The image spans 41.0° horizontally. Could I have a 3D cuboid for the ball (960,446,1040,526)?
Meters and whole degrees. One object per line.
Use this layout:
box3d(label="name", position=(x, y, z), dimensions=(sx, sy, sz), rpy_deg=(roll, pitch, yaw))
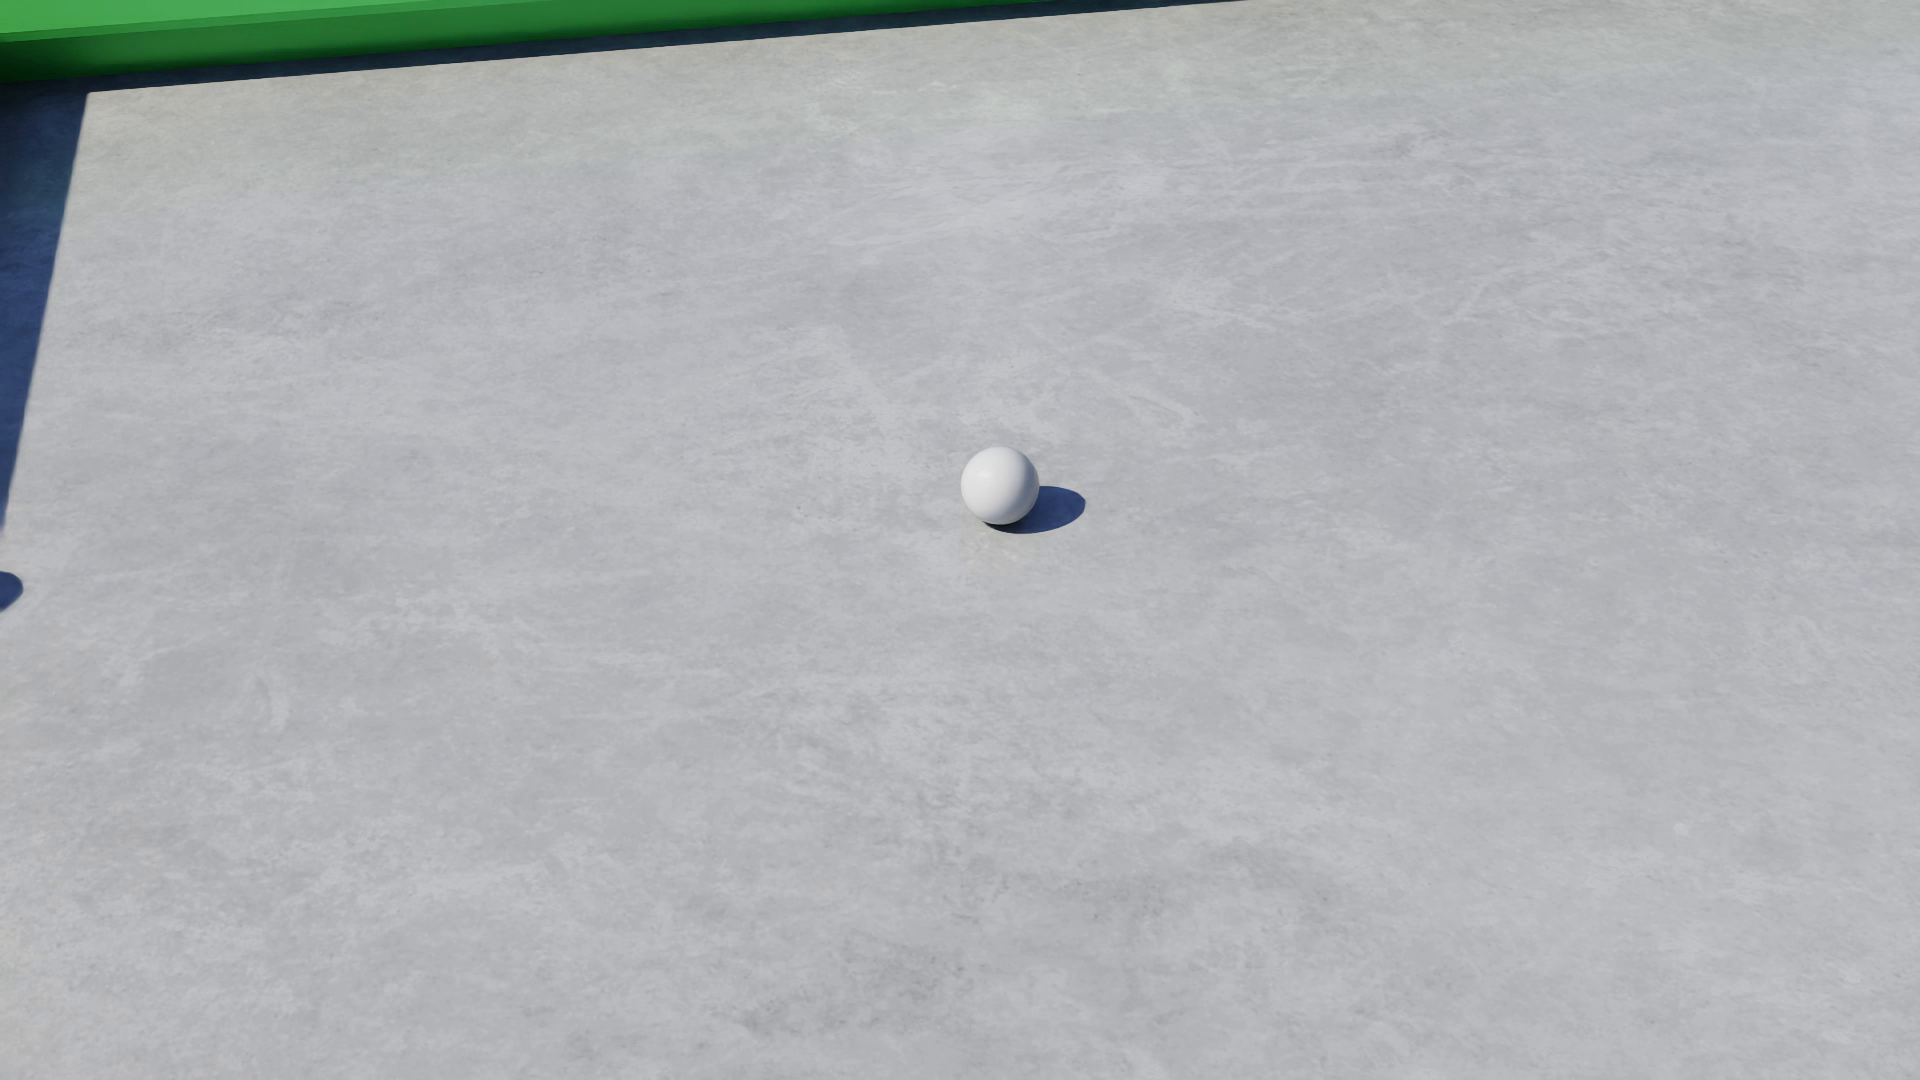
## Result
box3d(label="ball", position=(0.026, -0.036, 1.675), dimensions=(0.052, 0.052, 0.052), rpy_deg=(0, 36, 0))

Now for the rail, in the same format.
box3d(label="rail", position=(0.562, -0.582, 2.366), dimensions=(2.900, 0.120, 0.045), rpy_deg=(-6, 37, -9))
